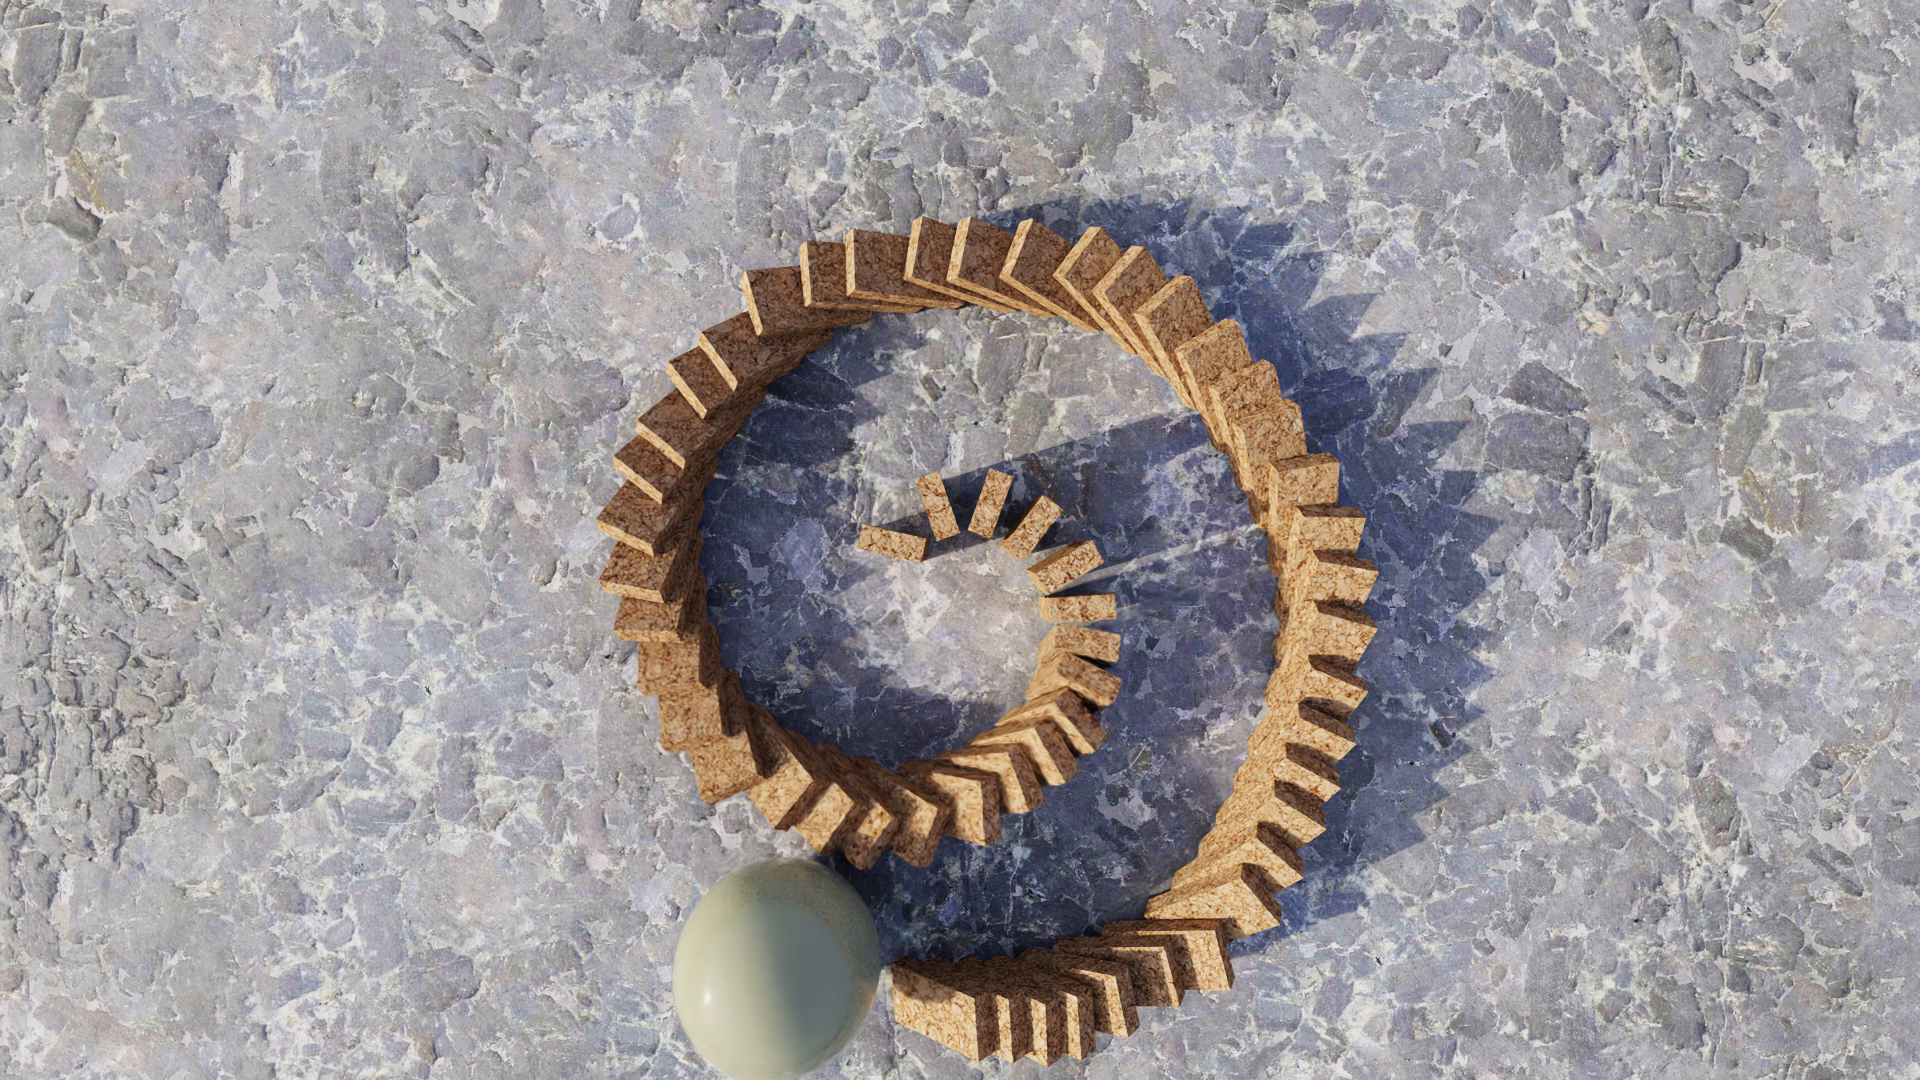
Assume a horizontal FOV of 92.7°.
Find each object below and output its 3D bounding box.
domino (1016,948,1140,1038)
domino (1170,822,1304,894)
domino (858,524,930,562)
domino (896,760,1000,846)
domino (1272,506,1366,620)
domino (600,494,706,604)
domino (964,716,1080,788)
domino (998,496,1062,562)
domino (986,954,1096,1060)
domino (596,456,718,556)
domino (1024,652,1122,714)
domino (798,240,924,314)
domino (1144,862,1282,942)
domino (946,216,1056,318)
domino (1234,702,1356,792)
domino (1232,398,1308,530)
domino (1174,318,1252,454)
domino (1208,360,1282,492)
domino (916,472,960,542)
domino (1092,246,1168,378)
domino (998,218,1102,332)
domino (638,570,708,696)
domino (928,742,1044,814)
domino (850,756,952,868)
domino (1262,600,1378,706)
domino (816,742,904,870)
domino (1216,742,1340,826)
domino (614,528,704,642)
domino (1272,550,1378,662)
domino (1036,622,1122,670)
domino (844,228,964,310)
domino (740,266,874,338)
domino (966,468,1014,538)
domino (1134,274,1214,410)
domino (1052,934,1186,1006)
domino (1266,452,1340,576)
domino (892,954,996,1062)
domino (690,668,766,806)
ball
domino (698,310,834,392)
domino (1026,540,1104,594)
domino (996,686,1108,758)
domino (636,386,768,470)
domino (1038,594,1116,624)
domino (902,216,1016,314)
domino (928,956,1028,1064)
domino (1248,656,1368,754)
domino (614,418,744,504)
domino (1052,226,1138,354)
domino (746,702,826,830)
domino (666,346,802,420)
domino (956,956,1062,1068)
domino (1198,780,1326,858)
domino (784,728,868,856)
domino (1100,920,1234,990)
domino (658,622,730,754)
[{"bbox_3d":[0.048,0.187,0.380,0.050,0.009,0.025,-12,90,41],"label":"domino"},{"bbox_3d":[0.115,0.140,0.382,0.025,0.009,0.050,41,124,-1],"label":"domino"},{"bbox_3d":[-0.026,0.001,0.375,0.025,0.050,0.009,13,90,0],"label":"domino"},{"bbox_3d":[-0.006,0.108,0.379,0.050,0.009,0.025,-3,90,44],"label":"domino"},{"bbox_3d":[0.150,0.010,0.383,0.025,0.010,0.050,1,119,-1],"label":"domino"},{"bbox_3d":[-0.127,0.001,0.381,0.025,0.009,0.050,10,55,3],"label":"domino"},{"bbox_3d":[0.025,0.089,0.377,0.009,0.050,0.025,-30,90,-38],"label":"domino"},{"bbox_3d":[0.028,-0.005,0.375,0.009,0.050,0.025,38,90,0],"label":"domino"},{"bbox_3d":[0.032,0.192,0.379,0.010,0.050,0.025,-4,90,-45],"label":"domino"},{"bbox_3d":[-0.125,-0.020,0.382,0.025,0.009,0.050,25,57,3],"label":"domino"},{"bbox_3d":[0.045,0.061,0.375,0.025,0.050,0.009,26,67,-1],"label":"domino"},{"bbox_3d":[-0.041,-0.110,0.384,0.050,0.009,0.025,-5,90,-28],"label":"domino"},{"bbox_3d":[0.105,0.155,0.382,0.050,0.010,0.025,-38,94,33],"label":"domino"},{"bbox_3d":[0.020,-0.113,0.382,0.050,0.009,0.025,12,89,-31],"label":"domino"},{"bbox_3d":[0.138,0.092,0.382,0.025,0.009,0.050,25,125,0],"label":"domino"},{"bbox_3d":[0.132,-0.031,0.383,0.025,0.010,0.050,-23,120,-1],"label":"domino"},{"bbox_3d":[0.111,-0.064,0.384,0.025,0.010,0.050,-31,119,0],"label":"domino"},{"bbox_3d":[0.123,-0.047,0.384,0.025,0.009,0.050,-25,119,0],"label":"domino"},{"bbox_3d":[-0.009,-0.013,0.375,0.010,0.050,0.025,-19,90,0],"label":"domino"},{"bbox_3d":[0.079,-0.095,0.382,0.025,0.010,0.050,-48,121,-3],"label":"domino"},{"bbox_3d":[0.042,-0.110,0.383,0.050,0.009,0.025,22,89,-31],"label":"domino"},{"bbox_3d":[-0.120,0.038,0.384,0.025,0.009,0.050,-7,63,0],"label":"domino"},{"bbox_3d":[0.010,0.099,0.379,0.010,0.050,0.025,-21,90,-43],"label":"domino"},{"bbox_3d":[-0.029,0.112,0.381,0.050,0.010,0.025,20,90,36],"label":"domino"},{"bbox_3d":[0.150,0.051,0.383,0.025,0.009,0.050,15,119,-3],"label":"domino"},{"bbox_3d":[-0.048,0.110,0.381,0.050,0.010,0.025,36,92,35],"label":"domino"},{"bbox_3d":[0.132,0.108,0.382,0.025,0.010,0.050,29,125,0],"label":"domino"},{"bbox_3d":[-0.125,0.018,0.382,0.025,0.010,0.050,2,56,0],"label":"domino"},{"bbox_3d":[0.152,0.030,0.383,0.025,0.009,0.050,10,119,-3],"label":"domino"},{"bbox_3d":[0.047,0.046,0.375,0.025,0.050,0.009,11,72,0],"label":"domino"},{"bbox_3d":[-0.023,-0.113,0.383,0.050,0.009,0.025,-1,88,-28],"label":"domino"},{"bbox_3d":[-0.064,-0.101,0.383,0.050,0.009,0.025,-16,88,-29],"label":"domino"},{"bbox_3d":[0.012,-0.014,0.375,0.010,0.050,0.025,20,90,0],"label":"domino"},{"bbox_3d":[0.095,-0.082,0.383,0.025,0.009,0.050,-41,120,-4],"label":"domino"},{"bbox_3d":[0.066,0.181,0.384,0.050,0.010,0.025,-15,90,28],"label":"domino"},{"bbox_3d":[0.143,-0.010,0.384,0.025,0.010,0.050,-9,119,0],"label":"domino"},{"bbox_3d":[-0.008,0.192,0.379,0.009,0.050,0.025,-4,90,-45],"label":"domino"},{"bbox_3d":[-0.100,0.081,0.383,0.025,0.010,0.050,-25,58,0],"label":"domino"},{"bbox_3d":[-0.071,0.167,0.360,0.080,0.080,0.080,0,90,0],"label":"ball"},{"bbox_3d":[-0.080,-0.084,0.382,0.050,0.009,0.025,-36,89,-31],"label":"domino"},{"bbox_3d":[0.042,0.011,0.375,0.025,0.050,0.009,-30,90,0],"label":"domino"},{"bbox_3d":[0.037,0.078,0.376,0.010,0.050,0.025,-39,90,-33],"label":"domino"},{"bbox_3d":[-0.107,-0.054,0.382,0.025,0.009,0.050,39,58,1],"label":"domino"},{"bbox_3d":[0.047,0.028,0.375,0.025,0.050,0.009,-3,87,0],"label":"domino"},{"bbox_3d":[0.002,-0.115,0.384,0.050,0.009,0.025,10,90,-28],"label":"domino"},{"bbox_3d":[0.006,0.193,0.379,0.009,0.050,0.025,-4,90,-45],"label":"domino"},{"bbox_3d":[0.145,0.074,0.384,0.025,0.009,0.050,23,118,0],"label":"domino"},{"bbox_3d":[-0.117,-0.041,0.383,0.025,0.009,0.050,38,58,0],"label":"domino"},{"bbox_3d":[0.064,-0.104,0.384,0.050,0.009,0.025,38,90,-30],"label":"domino"},{"bbox_3d":[-0.080,0.094,0.382,0.050,0.010,0.025,39,90,34],"label":"domino"},{"bbox_3d":[-0.094,-0.073,0.383,0.050,0.010,0.025,-38,90,-31],"label":"domino"},{"bbox_3d":[0.019,0.193,0.379,0.009,0.050,0.025,-4,93,-45],"label":"domino"},{"bbox_3d":[0.125,0.123,0.381,0.025,0.009,0.050,32,125,-2],"label":"domino"},{"bbox_3d":[-0.063,0.104,0.381,0.050,0.009,0.025,36,92,35],"label":"domino"},{"bbox_3d":[0.086,0.173,0.384,0.050,0.010,0.025,-15,90,29],"label":"domino"},{"bbox_3d":[-0.113,0.061,0.384,0.025,0.009,0.050,-14,61,0],"label":"domino"}]
